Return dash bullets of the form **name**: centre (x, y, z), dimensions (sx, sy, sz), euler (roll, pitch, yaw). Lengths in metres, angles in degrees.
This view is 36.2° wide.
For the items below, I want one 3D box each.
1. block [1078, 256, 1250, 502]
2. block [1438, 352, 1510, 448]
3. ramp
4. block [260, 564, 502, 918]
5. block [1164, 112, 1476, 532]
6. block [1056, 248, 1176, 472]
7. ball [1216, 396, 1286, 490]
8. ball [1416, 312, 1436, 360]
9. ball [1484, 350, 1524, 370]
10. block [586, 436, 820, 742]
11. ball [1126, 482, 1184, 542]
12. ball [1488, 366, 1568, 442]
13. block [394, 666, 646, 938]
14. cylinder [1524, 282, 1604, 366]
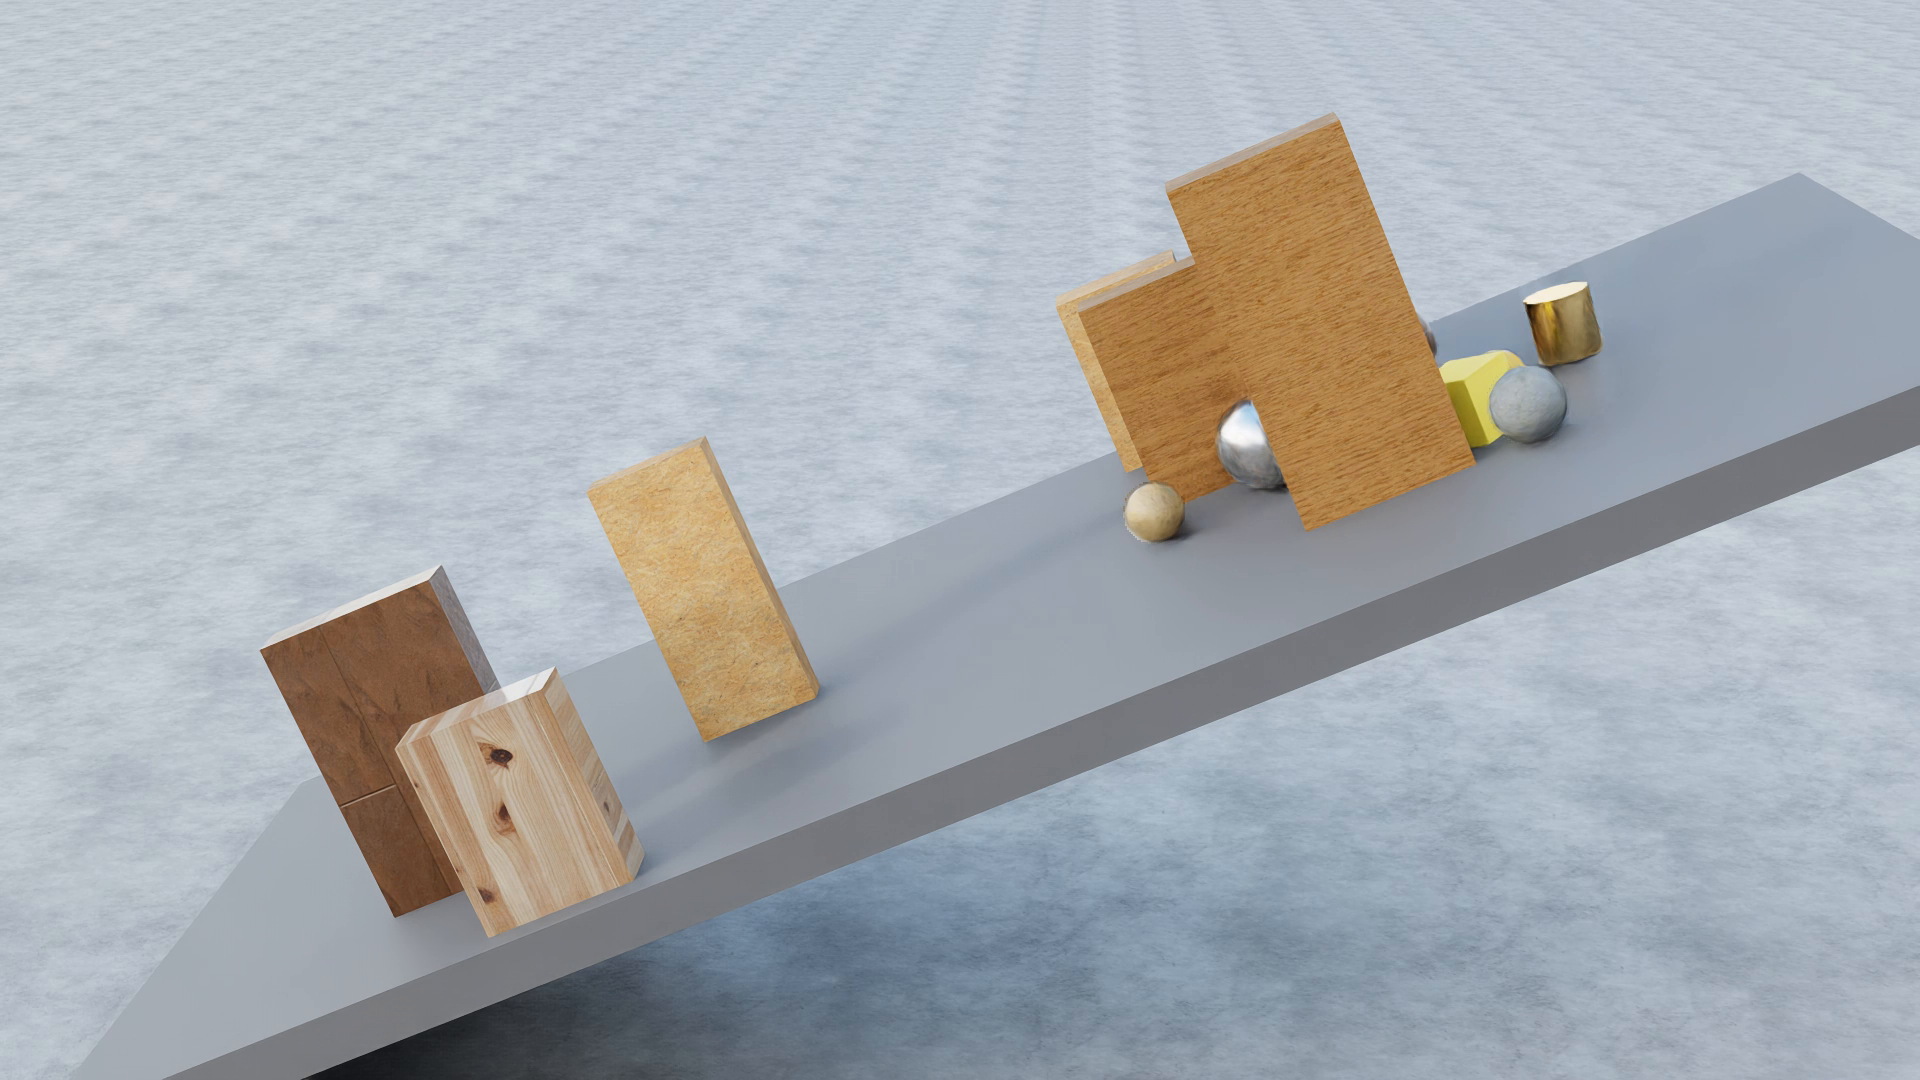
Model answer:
- **block**: centre (0.528, -0.363, 6.424), dimensions (0.386, 0.480, 0.126), euler (-22, 13, 8)
- **block**: centre (1.027, -0.278, 5.939), dimensions (0.142, 0.142, 0.142), euler (-34, 16, -38)
- **ramp**: centre (0.129, 0.171, 6.286), dimensions (4.000, 0.100, 2.000), euler (-22, 13, 8)
- **block**: centre (-1.087, 0.405, 5.897), dimensions (0.374, 0.611, 0.117), euler (-22, 13, 8)
- **block**: centre (0.707, -0.426, 5.774), dimensions (0.357, 0.730, 0.142), euler (-22, 13, 8)
- **block**: centre (0.446, -0.424, 6.943), dimensions (0.295, 0.429, 0.145), euler (-22, 13, 8)
- **ball**: centre (0.642, -0.209, 6.217), dimensions (0.204, 0.204, 0.204), euler (0, 15, 0)
- **ball**: centre (0.958, -0.424, 6.539), dimensions (0.200, 0.200, 0.200), euler (0, 15, 0)
- **ball**: centre (1.104, -0.332, 6.031), dimensions (0.117, 0.117, 0.117), euler (0, 15, 0)
- **block**: centre (-0.536, 0.105, 6.179), dimensions (0.260, 0.590, 0.089), euler (-22, 13, 8)
- **ball**: centre (0.411, -0.058, 6.199), dimensions (0.124, 0.124, 0.124), euler (0, 15, 0)
- **ball**: centre (1.105, -0.265, 5.723), dimensions (0.150, 0.150, 0.150), euler (0, 15, 0)
- **block**: centre (-0.823, 0.493, 5.529), dimensions (0.303, 0.405, 0.143), euler (-22, 13, 8)
- **cylinder**: centre (1.274, -0.456, 6.205), dimensions (0.138, 0.138, 0.138), euler (-17, 13, 4)
